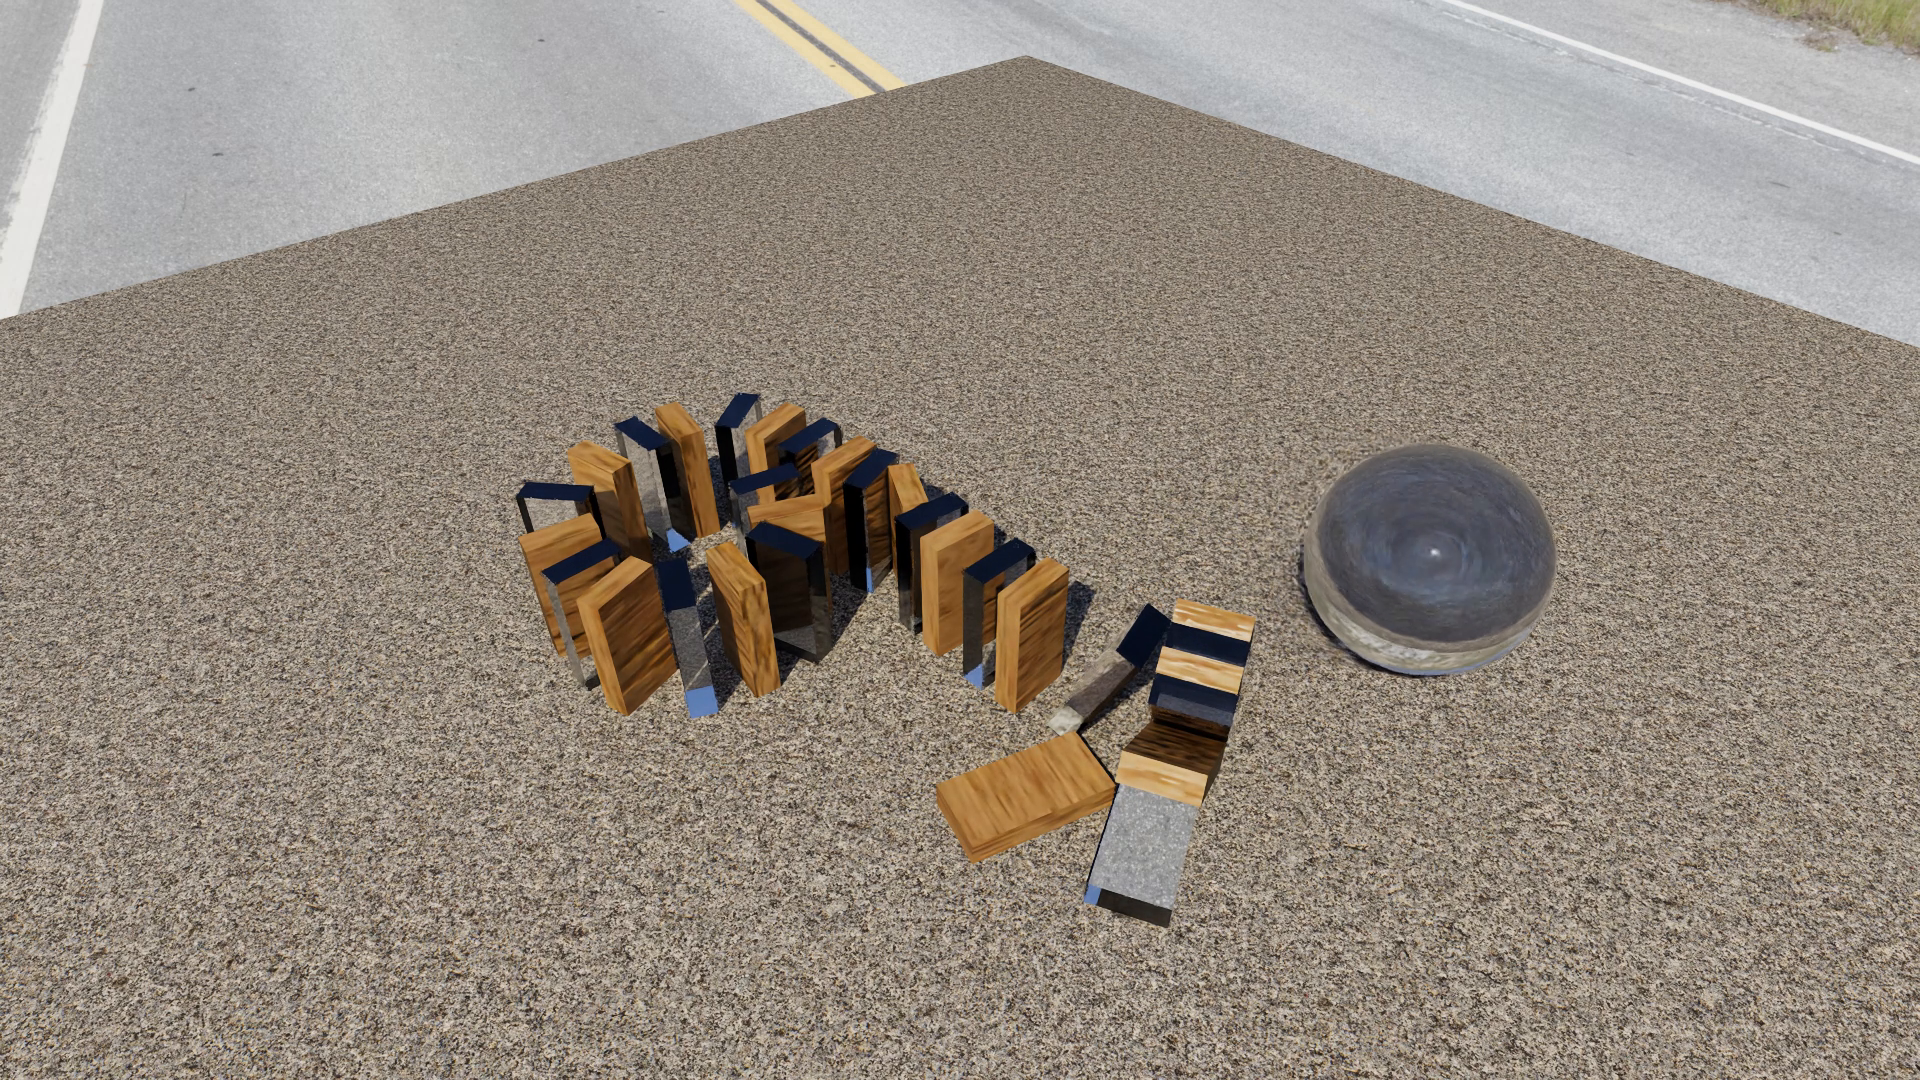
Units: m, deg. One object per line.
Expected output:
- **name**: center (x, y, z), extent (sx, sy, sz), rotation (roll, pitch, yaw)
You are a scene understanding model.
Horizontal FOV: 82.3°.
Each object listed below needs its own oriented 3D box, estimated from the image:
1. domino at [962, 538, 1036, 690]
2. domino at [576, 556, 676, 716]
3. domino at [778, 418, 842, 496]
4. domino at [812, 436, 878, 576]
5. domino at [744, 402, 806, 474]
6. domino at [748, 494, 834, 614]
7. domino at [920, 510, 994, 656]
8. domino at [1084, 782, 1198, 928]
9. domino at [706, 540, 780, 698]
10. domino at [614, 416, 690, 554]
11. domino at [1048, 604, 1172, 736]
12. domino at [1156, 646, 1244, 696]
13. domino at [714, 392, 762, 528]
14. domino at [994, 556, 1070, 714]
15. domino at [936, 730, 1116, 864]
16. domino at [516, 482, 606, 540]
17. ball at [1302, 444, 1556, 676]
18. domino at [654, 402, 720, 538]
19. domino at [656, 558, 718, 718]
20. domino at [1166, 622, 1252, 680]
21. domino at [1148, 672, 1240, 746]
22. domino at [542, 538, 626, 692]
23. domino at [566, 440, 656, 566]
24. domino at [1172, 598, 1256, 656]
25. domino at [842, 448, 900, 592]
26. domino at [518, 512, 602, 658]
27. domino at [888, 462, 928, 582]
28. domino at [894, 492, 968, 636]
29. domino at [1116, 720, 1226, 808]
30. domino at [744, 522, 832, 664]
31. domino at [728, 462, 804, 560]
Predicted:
- **domino**: center (0.013, 0.026, 0.380), extent (0.025, 0.050, 0.009), rotation (-32, 49, -33)
- **domino**: center (-0.112, 0.033, 0.371), extent (0.010, 0.050, 0.025), rotation (20, 43, 23)
- **domino**: center (-0.058, -0.021, 0.437), extent (0.009, 0.050, 0.025), rotation (27, 46, 29)
- **domino**: center (-0.043, -0.013, 0.427), extent (0.010, 0.050, 0.025), rotation (29, 47, 31)
- **domino**: center (-0.072, -0.027, 0.445), extent (0.010, 0.050, 0.025), rotation (22, 44, 24)
- **domino**: center (-0.061, 0.008, 0.402), extent (0.025, 0.050, 0.009), rotation (-12, 41, -14)
- **domino**: center (-0.001, 0.016, 0.392), extent (0.025, 0.050, 0.010), rotation (-28, 47, -29)
- **domino**: center (0.057, 0.090, 0.333), extent (0.025, 0.009, 0.050), rotation (13, 41, 16)
- **domino**: center (-0.074, 0.028, 0.378), extent (0.009, 0.050, 0.025), rotation (-24, 45, -26)
- **domino**: center (-0.122, -0.022, 0.438), extent (0.010, 0.050, 0.025), rotation (-32, 49, -33)
- **domino**: center (0.048, 0.044, 0.358), extent (0.010, 0.050, 0.025), rotation (38, 48, 6)
- **domino**: center (0.078, 0.047, 0.357), extent (0.025, 0.050, 0.009), rotation (14, 77, 17)
- **domino**: center (-0.088, -0.032, 0.451), extent (0.009, 0.050, 0.025), rotation (8, 40, 9)
- **domino**: center (0.024, 0.033, 0.372), extent (0.009, 0.050, 0.025), rotation (30, 48, 31)
- **domino**: center (0.021, 0.080, 0.346), extent (0.050, 0.010, 0.025), rotation (-17, 42, -20)
- **domino**: center (-0.145, 0.002, 0.409), extent (0.025, 0.050, 0.009), rotation (3, 39, 4)
- **ball**: center (0.160, 0.007, 0.380), extent (0.080, 0.080, 0.080), rotation (0, 39, 0)
- **domino**: center (-0.110, -0.028, 0.446), extent (0.009, 0.050, 0.025), rotation (-23, 45, -26)
- **domino**: center (-0.092, 0.033, 0.371), extent (0.010, 0.050, 0.025), rotation (-12, 41, -14)
- **domino**: center (0.082, 0.040, 0.365), extent (0.025, 0.050, 0.010), rotation (14, 77, 16)
- **domino**: center (0.074, 0.054, 0.348), extent (0.025, 0.050, 0.009), rotation (14, 77, 17)
- **domino**: center (-0.125, 0.026, 0.380), extent (0.025, 0.050, 0.010), rotation (-32, 49, -33)
- **domino**: center (-0.135, -0.012, 0.426), extent (0.025, 0.050, 0.010), rotation (24, 45, 26)
- **domino**: center (0.086, 0.033, 0.374), extent (0.025, 0.050, 0.010), rotation (14, 77, 17)
- **domino**: center (-0.033, -0.007, 0.420), extent (0.009, 0.050, 0.025), rotation (17, 42, 20)
- **domino**: center (-0.137, 0.017, 0.391), extent (0.025, 0.050, 0.010), rotation (-22, 44, -25)
- **domino**: center (-0.019, -0.001, 0.413), extent (0.009, 0.050, 0.025), rotation (-10, 40, -12)
- **domino**: center (-0.010, 0.009, 0.400), extent (0.025, 0.050, 0.010), rotation (-25, 46, -27)
- **domino**: center (0.066, 0.068, 0.338), extent (0.025, 0.009, 0.050), rotation (14, 6, 19)
- **domino**: center (-0.060, 0.019, 0.388), extent (0.025, 0.050, 0.010), rotation (19, 43, 22)
- **domino**: center (-0.071, -0.003, 0.415), extent (0.025, 0.050, 0.010), rotation (-20, 43, -23)
